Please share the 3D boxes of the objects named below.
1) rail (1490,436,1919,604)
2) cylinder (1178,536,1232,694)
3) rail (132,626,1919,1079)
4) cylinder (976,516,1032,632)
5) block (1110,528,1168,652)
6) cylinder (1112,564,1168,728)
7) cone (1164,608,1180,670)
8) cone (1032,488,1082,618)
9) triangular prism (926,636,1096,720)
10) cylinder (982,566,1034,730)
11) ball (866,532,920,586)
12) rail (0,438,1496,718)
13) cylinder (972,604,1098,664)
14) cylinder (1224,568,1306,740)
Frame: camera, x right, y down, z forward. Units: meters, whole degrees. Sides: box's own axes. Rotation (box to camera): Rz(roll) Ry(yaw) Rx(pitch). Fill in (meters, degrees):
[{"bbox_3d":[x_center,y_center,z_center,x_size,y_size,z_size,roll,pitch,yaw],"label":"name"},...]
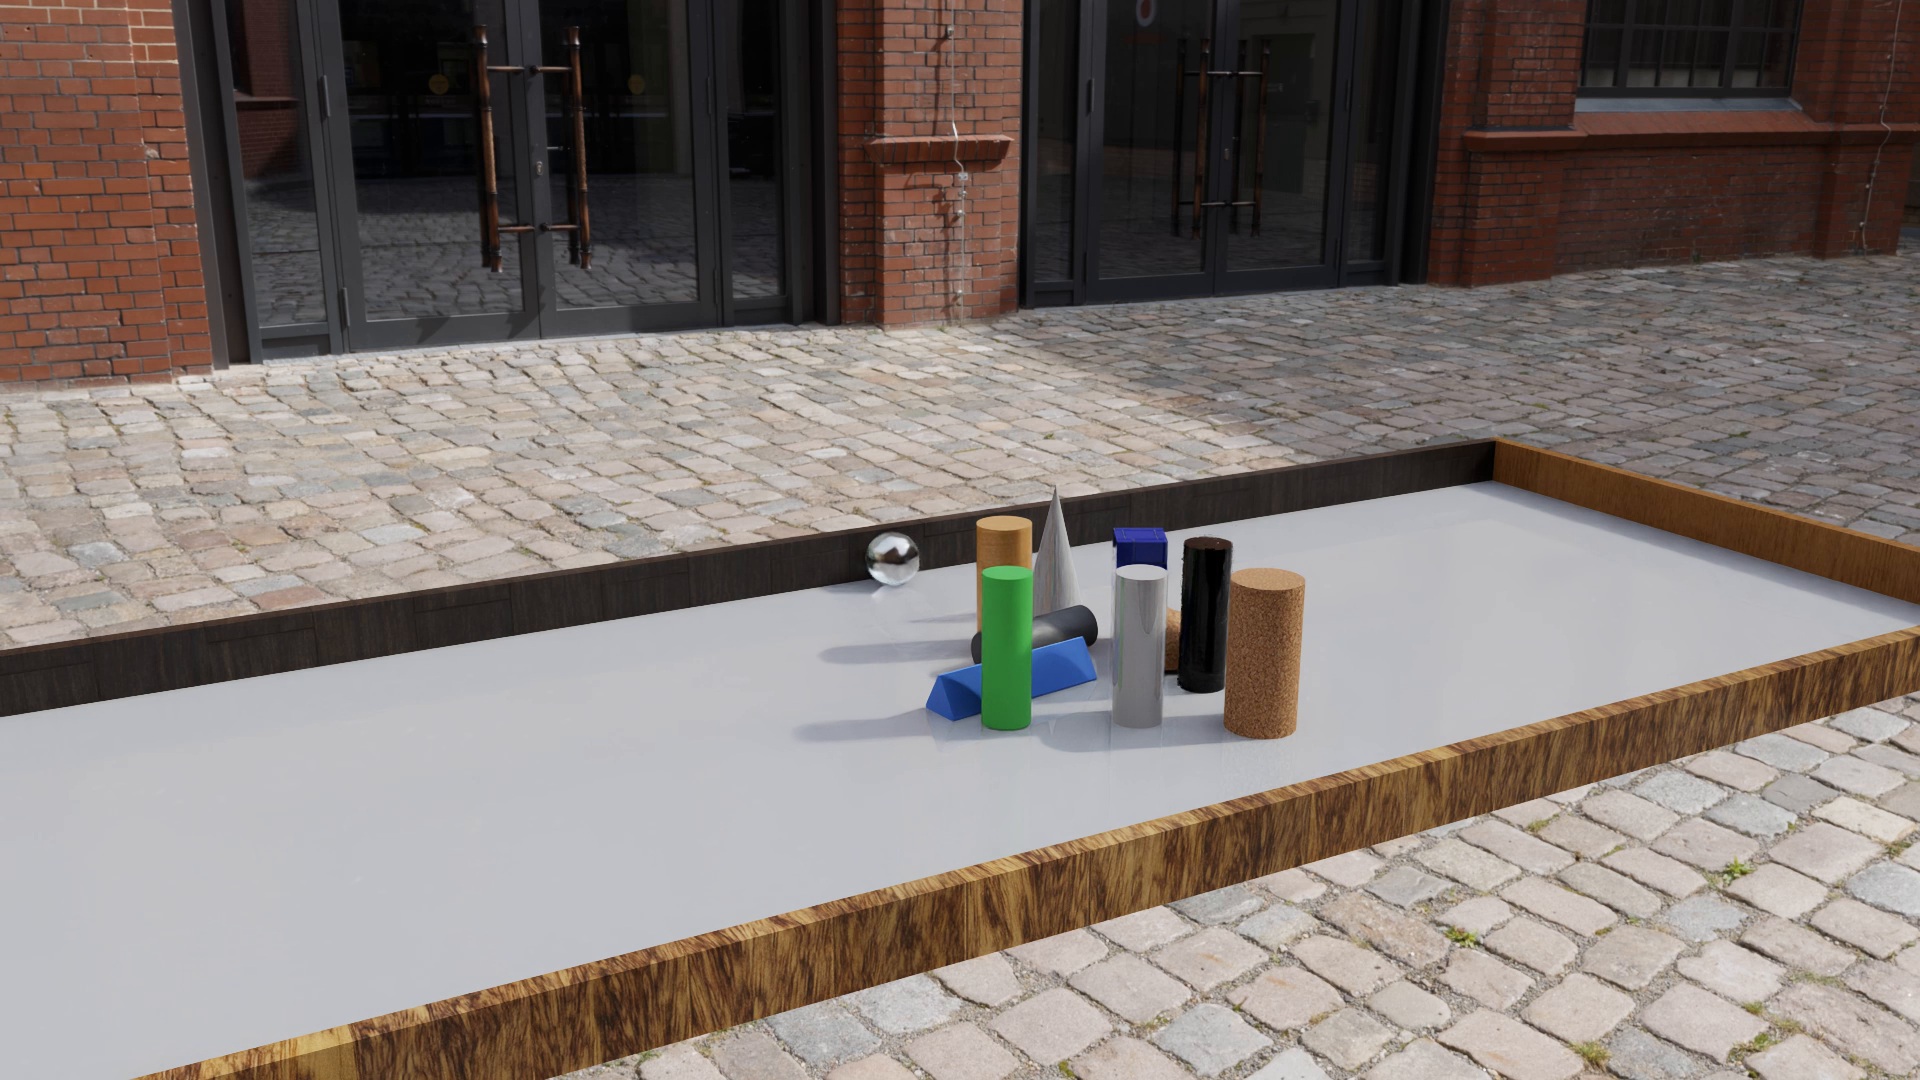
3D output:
[{"bbox_3d":[2.466,-0.048,5.253,0.050,0.150,2.100,-9,18,-27],"label":"rail"},{"bbox_3d":[0.604,0.185,4.071,0.118,0.369,0.118,0,17,0],"label":"cylinder"},{"bbox_3d":[-2.336,1.006,1.665,12.000,0.150,0.050,-9,18,-27],"label":"rail"},{"bbox_3d":[0.117,0.119,4.345,0.146,0.340,0.146,0,16,0],"label":"cylinder"},{"bbox_3d":[0.470,0.135,4.347,0.131,0.309,0.131,0,17,1],"label":"block"},{"bbox_3d":[0.420,0.249,3.862,0.122,0.364,0.122,0,16,0],"label":"cylinder"},{"bbox_3d":[0.688,0.275,4.262,0.425,0.178,0.178,8,14,-17],"label":"cone"},{"bbox_3d":[0.264,0.027,4.598,0.177,0.375,0.177,0,16,0],"label":"cone"},{"bbox_3d":[0.131,0.329,4.052,0.450,0.098,0.113,-12,20,-35],"label":"triangular prism"},{"bbox_3d":[0.109,0.251,3.851,0.118,0.363,0.118,0,15,0],"label":"cylinder"},{"bbox_3d":[-0.199,0.055,4.881,0.161,0.161,0.161,0,16,0],"label":"ball"},{"bbox_3d":[-3.305,0.497,3.399,12.000,0.150,0.050,-9,18,-27],"label":"rail"},{"bbox_3d":[0.195,0.258,4.276,0.338,0.114,0.114,-13,21,-37],"label":"cylinder"},{"bbox_3d":[0.704,0.262,3.824,0.169,0.361,0.169,0,16,0],"label":"cylinder"}]
